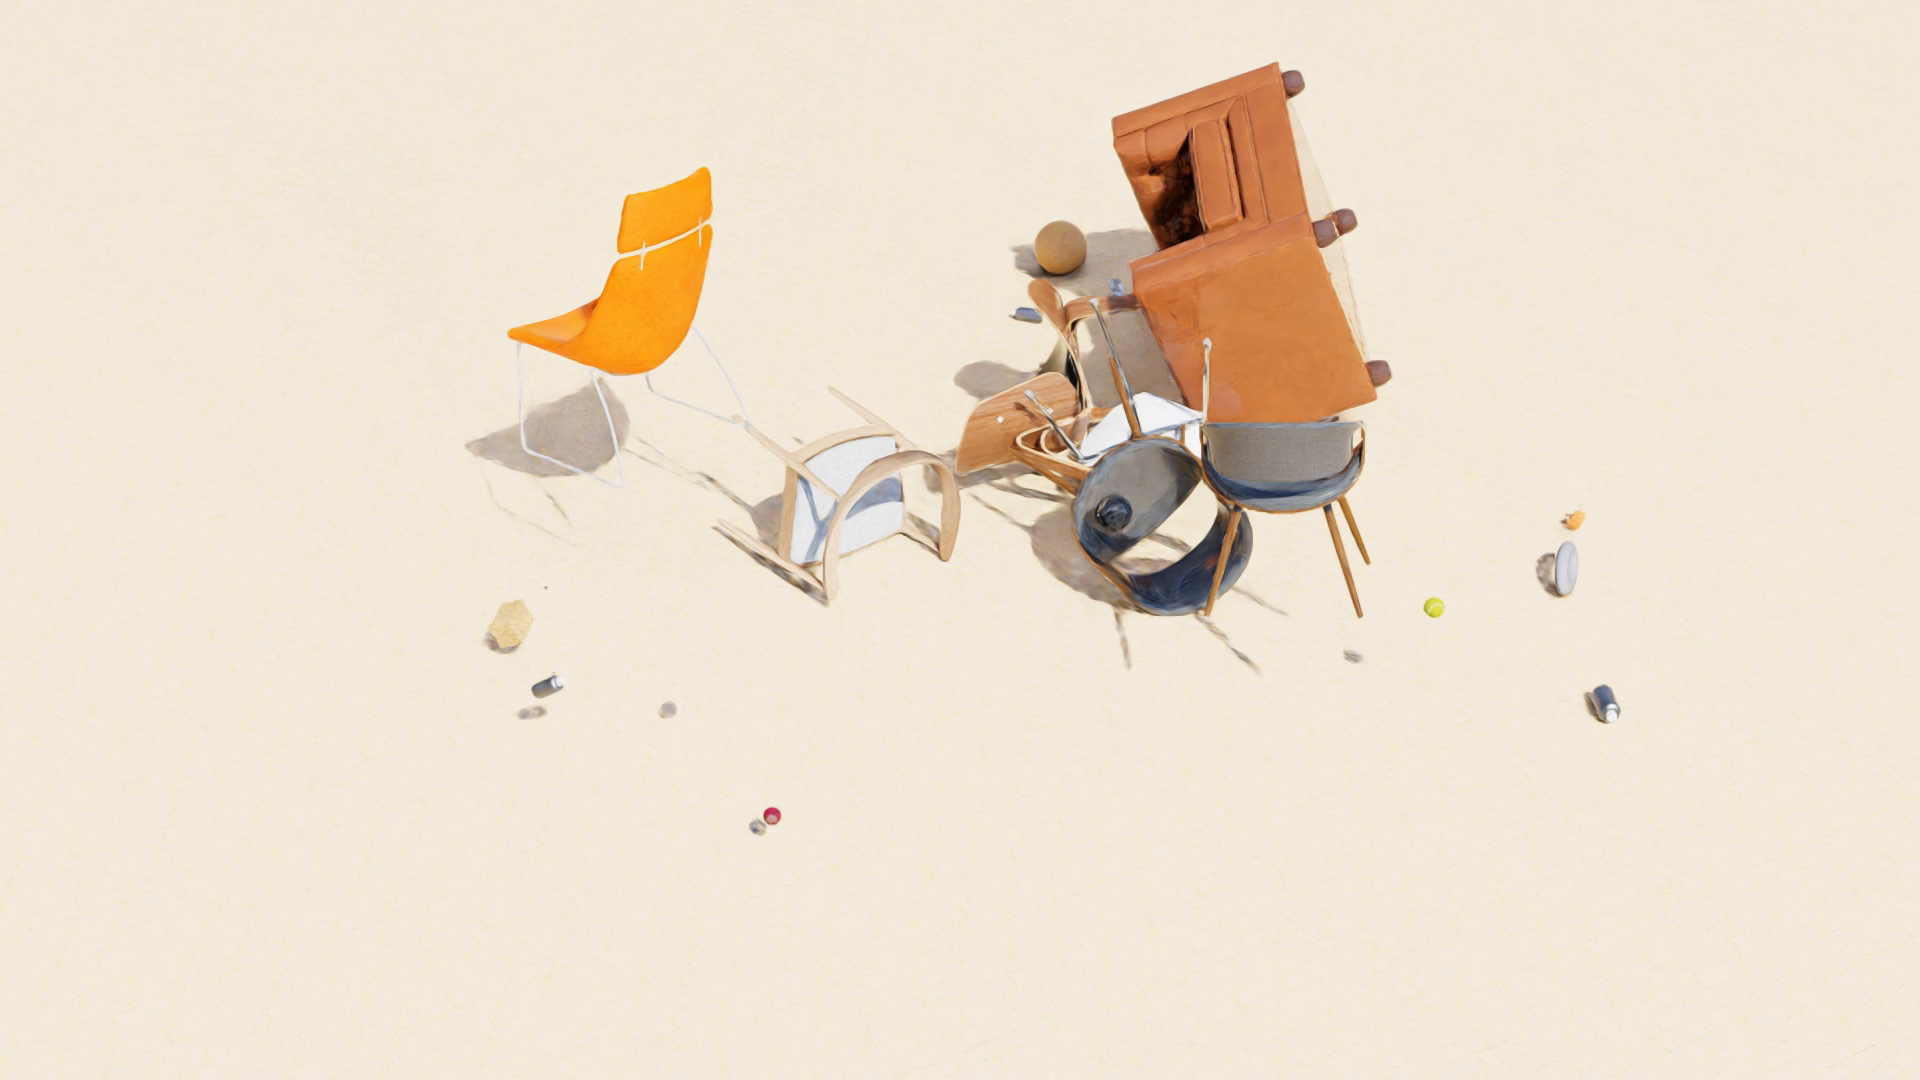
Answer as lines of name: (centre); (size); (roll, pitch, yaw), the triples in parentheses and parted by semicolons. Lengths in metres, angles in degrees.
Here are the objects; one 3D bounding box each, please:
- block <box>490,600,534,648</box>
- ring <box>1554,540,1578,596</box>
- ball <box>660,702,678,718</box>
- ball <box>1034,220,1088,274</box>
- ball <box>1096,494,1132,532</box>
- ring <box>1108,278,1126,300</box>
block: (-1.569, 0.292, 10.262); (0.088, 0.093, 0.134); (-12, 34, 24)
ring: (2.205, 0.101, 10.663); (0.048, 0.142, 0.259); (-8, 39, 29)
ball: (-0.993, 0.580, 10.009); (0.060, 0.060, 0.060); (0, 33, 0)
ball: (0.435, -1.262, 12.646); (0.234, 0.234, 0.234); (0, 33, 0)
ball: (0.542, -0.096, 10.325); (0.131, 0.131, 0.131); (0, 33, 0)
ring: (0.671, -1.070, 12.496); (0.026, 0.102, 0.137); (-34, 28, 25)
